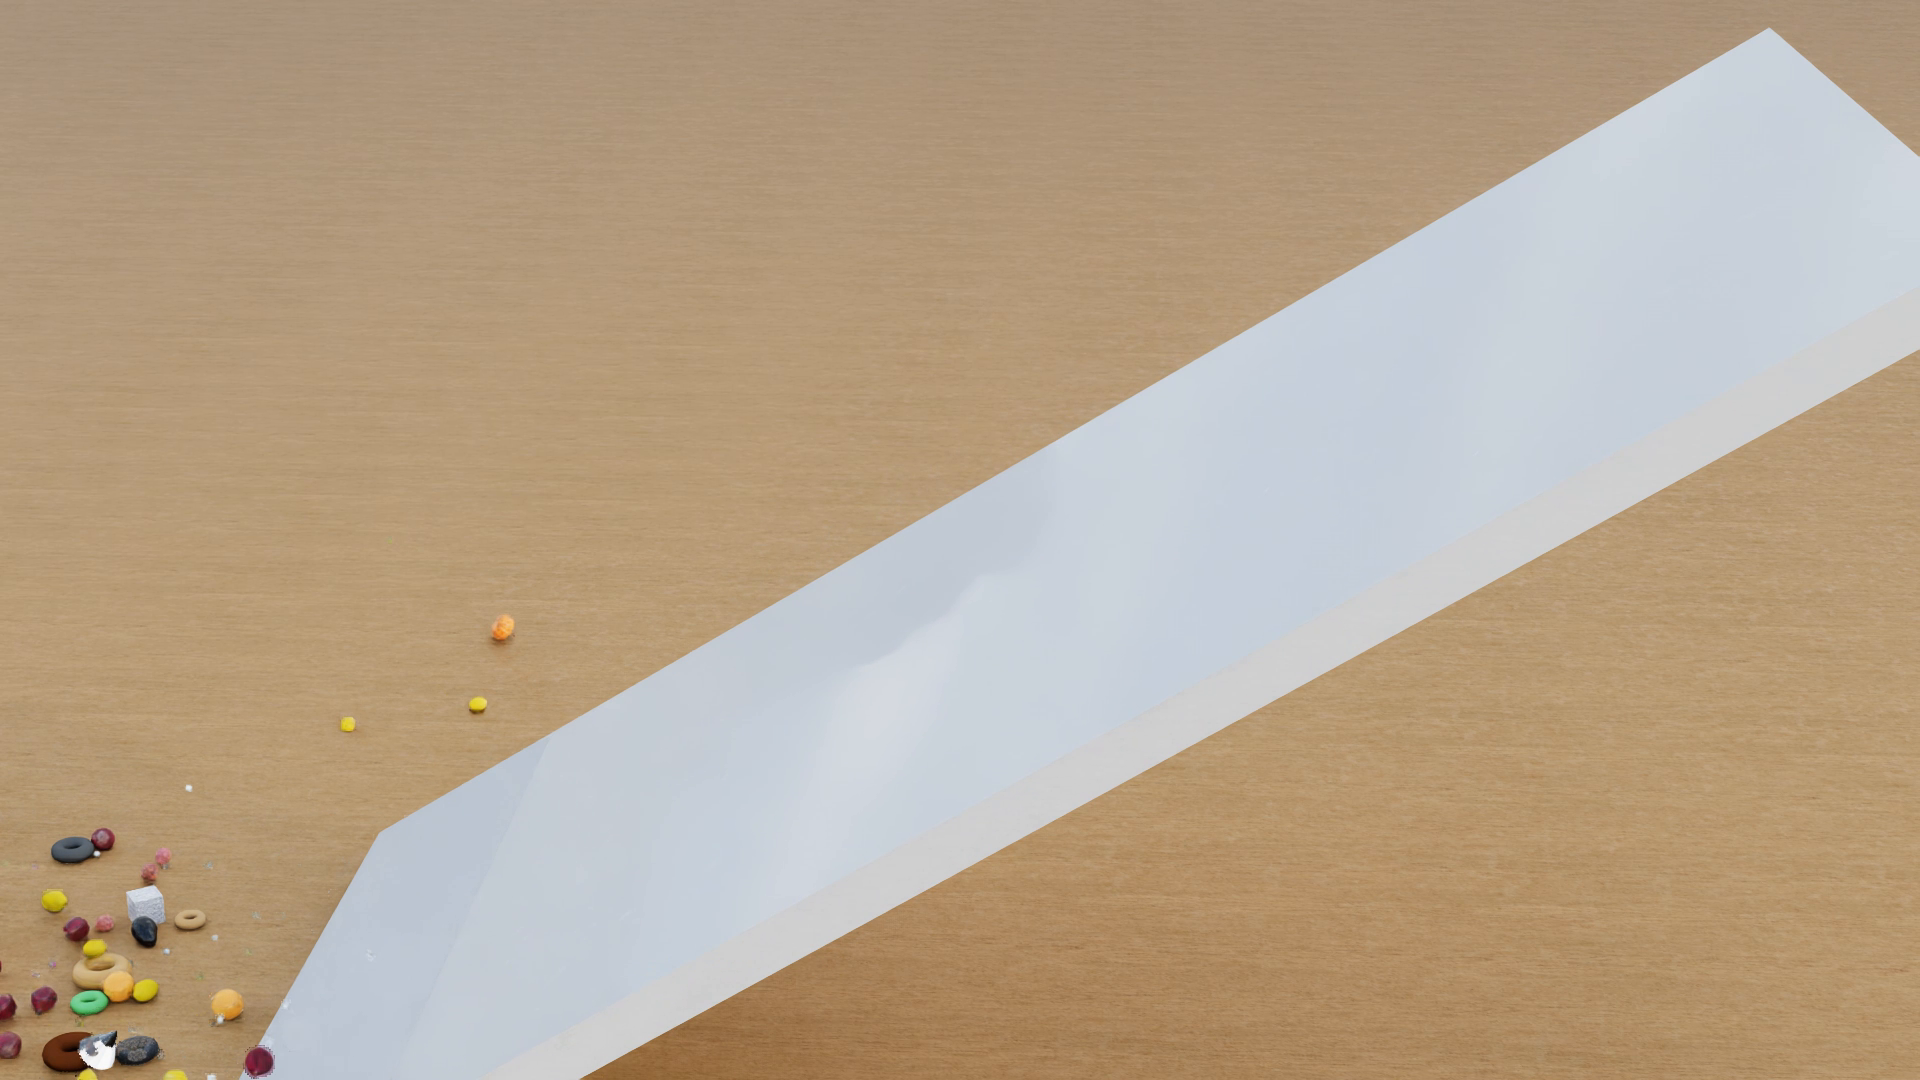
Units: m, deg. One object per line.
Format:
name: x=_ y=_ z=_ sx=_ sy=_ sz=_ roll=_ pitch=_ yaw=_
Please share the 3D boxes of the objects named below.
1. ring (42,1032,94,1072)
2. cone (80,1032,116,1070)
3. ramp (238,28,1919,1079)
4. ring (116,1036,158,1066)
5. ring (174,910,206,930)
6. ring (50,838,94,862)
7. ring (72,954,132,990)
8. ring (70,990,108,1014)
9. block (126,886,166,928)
ring: x=-2.028 y=1.170 z=6.724 sx=0.135 sy=0.045 sz=0.135 roll=0 pitch=21 yaw=0
cone: x=-1.938 y=1.140 z=6.683 sx=0.090 sy=0.090 sz=0.090 roll=33 pitch=29 yaw=-22
ramp: x=0.141 y=0.169 z=6.291 sx=4.000 sy=0.100 sz=2.000 roll=-30 pitch=15 yaw=13
ring: x=-1.887 y=1.170 z=6.740 sx=0.100 sy=0.033 sz=0.100 roll=-1 pitch=21 yaw=0
ring: x=-1.927 y=0.951 z=7.363 sx=0.078 sy=0.026 sz=0.078 roll=0 pitch=21 yaw=0
ring: x=-2.332 y=0.814 z=7.729 sx=0.110 sy=0.037 sz=0.110 roll=1 pitch=20 yaw=0
ring: x=-2.066 y=1.040 z=7.082 sx=0.142 sy=0.047 sz=0.142 roll=1 pitch=18 yaw=0
ring: x=-2.059 y=1.094 z=6.957 sx=0.087 sy=0.029 sz=0.087 roll=0 pitch=21 yaw=0
block: x=-2.042 y=0.920 z=7.378 sx=0.072 sy=0.072 sz=0.072 roll=-12 pitch=23 yaw=-30
